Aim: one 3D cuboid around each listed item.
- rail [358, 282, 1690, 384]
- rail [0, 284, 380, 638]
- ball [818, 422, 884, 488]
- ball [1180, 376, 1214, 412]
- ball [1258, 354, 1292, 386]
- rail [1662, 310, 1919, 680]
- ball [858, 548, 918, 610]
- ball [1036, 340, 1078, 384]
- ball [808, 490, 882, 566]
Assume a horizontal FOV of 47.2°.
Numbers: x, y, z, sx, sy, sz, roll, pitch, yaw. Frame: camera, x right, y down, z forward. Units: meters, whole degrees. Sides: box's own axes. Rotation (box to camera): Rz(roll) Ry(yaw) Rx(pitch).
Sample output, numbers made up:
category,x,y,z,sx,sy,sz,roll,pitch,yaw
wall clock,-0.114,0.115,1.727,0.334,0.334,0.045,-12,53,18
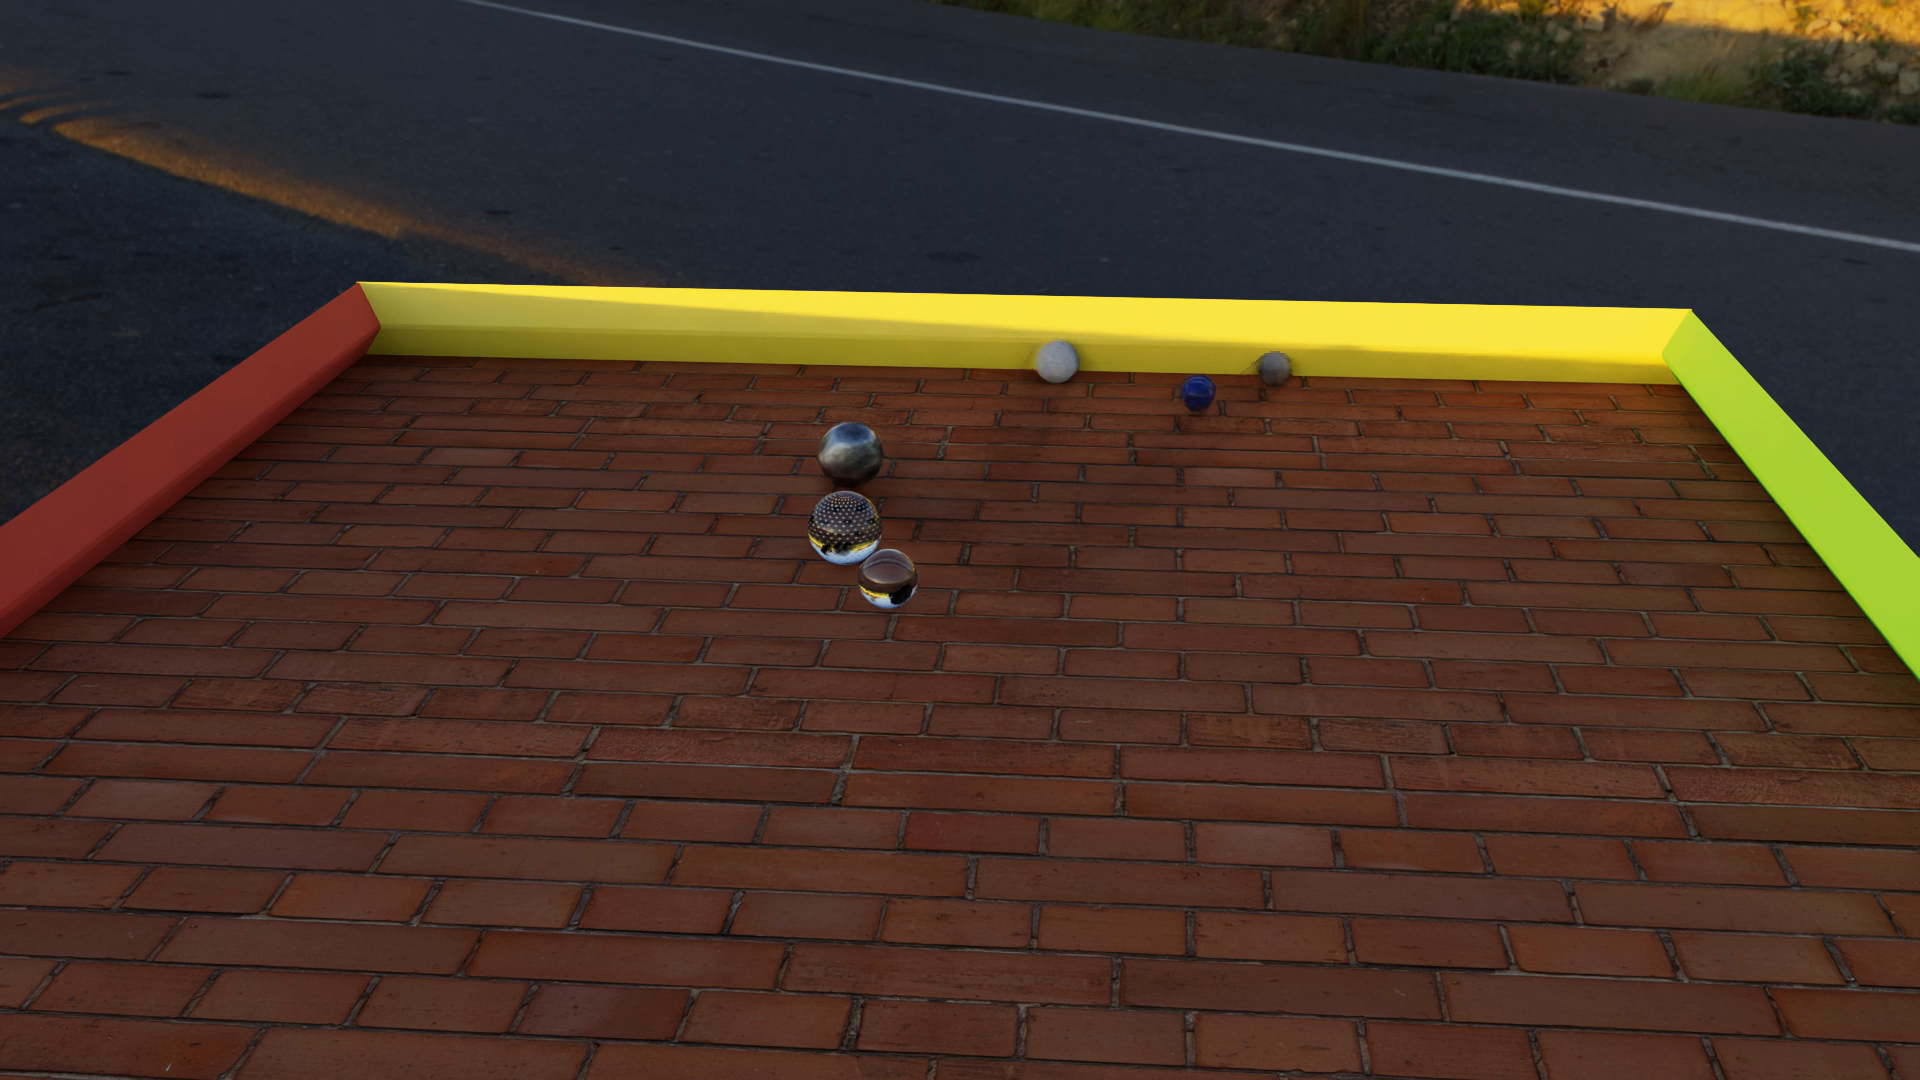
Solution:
category,x,y,z,sx,sy,sz,roll,pitch,yaw
rail,0.070,-0.304,3.277,1.992,0.112,0.045,2,20,5
rail,-1.041,0.239,1.797,0.045,0.112,3.378,2,20,5
ball,-0.139,-0.107,2.786,0.083,0.083,0.083,0,20,0
ball,0.335,-0.206,3.106,0.048,0.048,0.048,0,20,0
ball,0.462,-0.250,3.227,0.047,0.047,0.047,0,20,0
rail,0.897,0.296,1.641,0.045,0.112,3.378,2,20,5
ball,-0.079,0.042,2.403,0.066,0.066,0.066,0,20,0
ball,0.142,-0.262,3.237,0.062,0.062,0.062,0,20,0
ball,-0.132,-0.014,2.526,0.086,0.086,0.086,0,20,0
